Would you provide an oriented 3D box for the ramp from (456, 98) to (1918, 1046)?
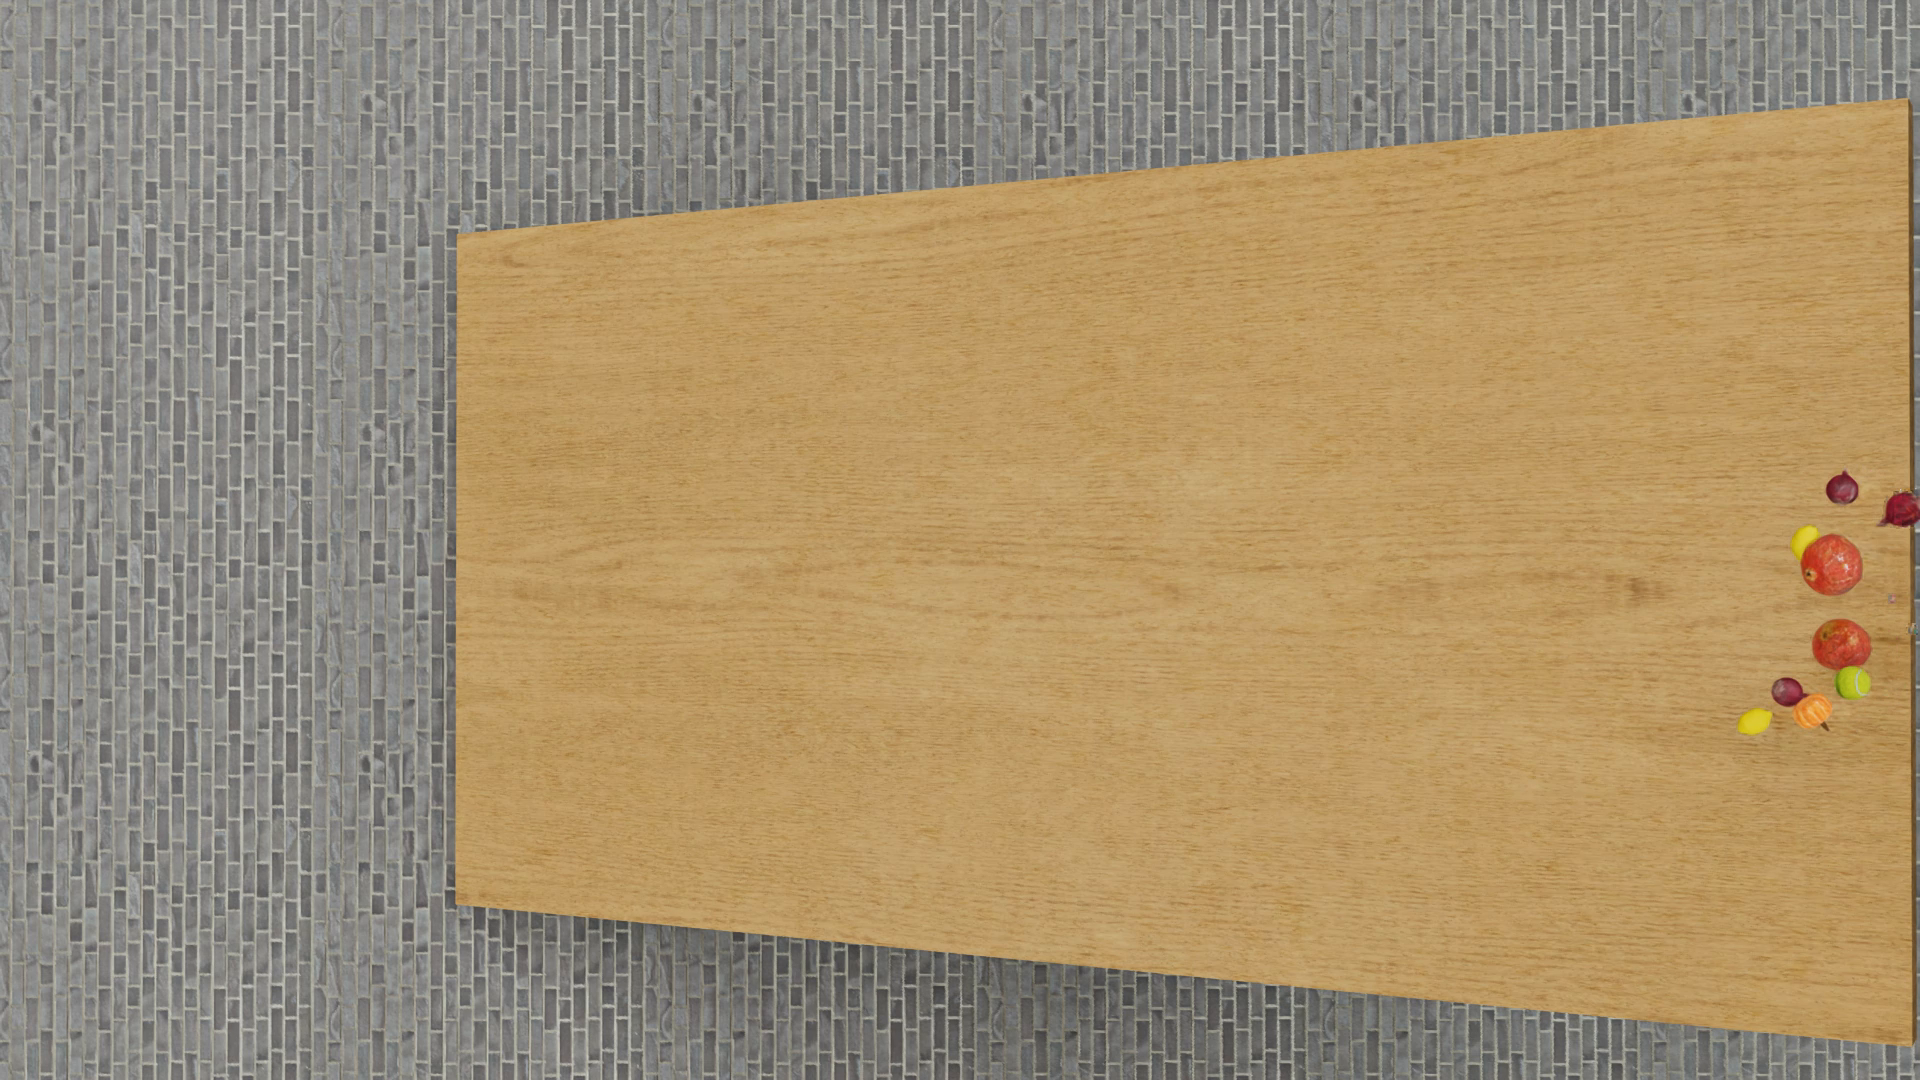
[{"bbox_3d":[0.274,0.076,5.641,4.000,0.100,2.000,0,89,29],"label":"ramp"}]
